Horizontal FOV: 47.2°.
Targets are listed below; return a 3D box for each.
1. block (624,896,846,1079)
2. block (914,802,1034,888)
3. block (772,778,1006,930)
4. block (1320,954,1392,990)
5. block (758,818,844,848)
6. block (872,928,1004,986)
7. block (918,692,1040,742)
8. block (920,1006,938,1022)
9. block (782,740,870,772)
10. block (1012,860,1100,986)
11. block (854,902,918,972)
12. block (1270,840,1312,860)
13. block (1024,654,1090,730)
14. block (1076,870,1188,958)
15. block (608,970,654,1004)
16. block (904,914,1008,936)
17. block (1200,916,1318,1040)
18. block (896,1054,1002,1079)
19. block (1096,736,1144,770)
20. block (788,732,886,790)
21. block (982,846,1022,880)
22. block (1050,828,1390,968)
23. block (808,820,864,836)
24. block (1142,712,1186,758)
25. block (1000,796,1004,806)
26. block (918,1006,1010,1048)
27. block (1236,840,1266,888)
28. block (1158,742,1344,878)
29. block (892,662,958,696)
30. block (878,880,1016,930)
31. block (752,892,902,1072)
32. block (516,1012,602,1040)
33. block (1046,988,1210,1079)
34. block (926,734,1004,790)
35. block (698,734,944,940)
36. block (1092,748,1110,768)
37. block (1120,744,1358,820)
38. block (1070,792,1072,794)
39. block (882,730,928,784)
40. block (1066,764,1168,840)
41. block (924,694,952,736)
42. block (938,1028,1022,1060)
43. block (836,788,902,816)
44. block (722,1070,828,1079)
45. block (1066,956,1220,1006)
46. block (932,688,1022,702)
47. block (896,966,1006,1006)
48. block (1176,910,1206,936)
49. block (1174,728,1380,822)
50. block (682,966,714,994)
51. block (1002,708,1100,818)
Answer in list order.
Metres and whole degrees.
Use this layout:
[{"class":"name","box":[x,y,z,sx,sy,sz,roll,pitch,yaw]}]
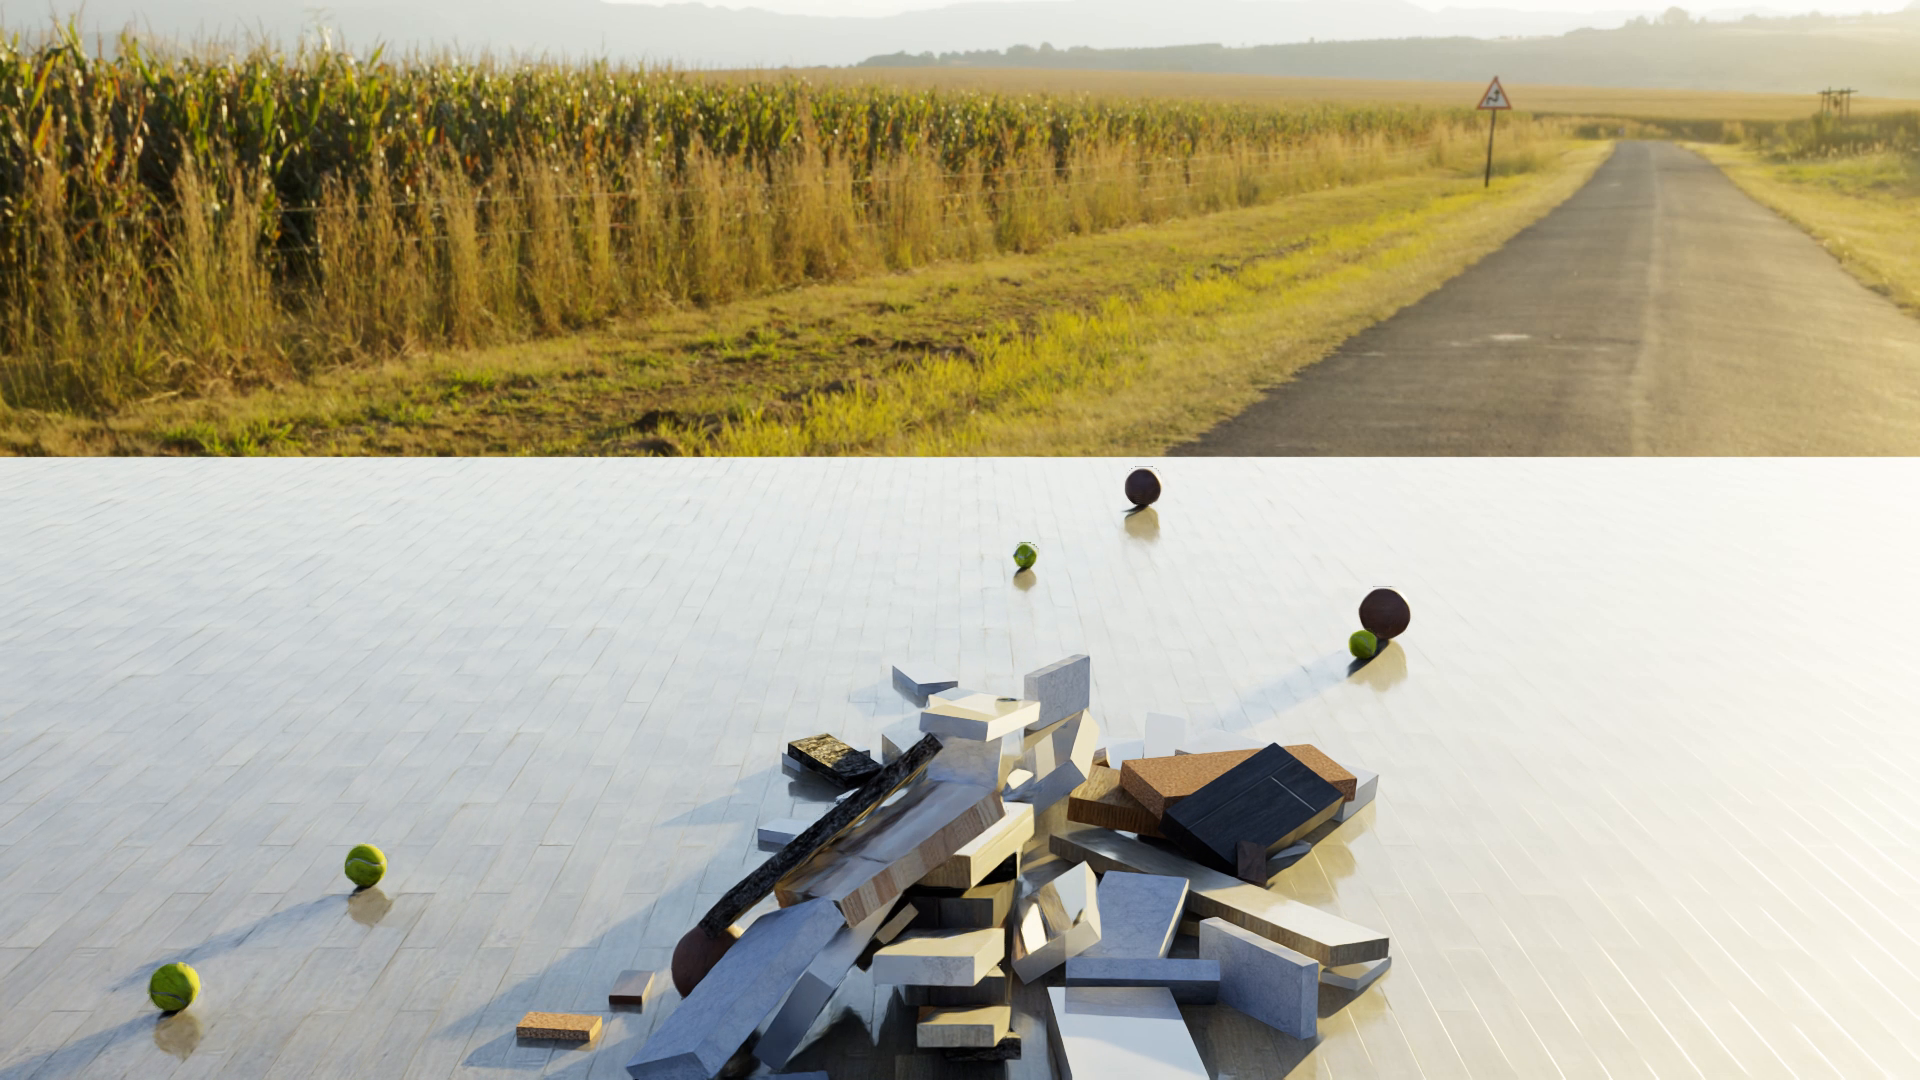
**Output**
[{"class":"block","box":[-0.299,0.609,2.958,0.158,0.045,0.316,-24,15,44]},{"class":"block","box":[-0.016,0.465,3.400,0.174,0.049,0.348,1,6,17]},{"class":"block","box":[-0.100,0.448,3.169,0.316,0.045,0.158,-31,20,-36]},{"class":"block","box":[0.598,0.647,3.318,0.060,0.017,0.120,7,13,35]},{"class":"block","box":[-0.282,0.528,3.948,0.146,0.021,0.073,5,12,26]},{"class":"block","box":[-0.026,0.580,3.070,0.138,0.039,0.275,-1,-3,9]},{"class":"block","box":[0.045,0.352,4.395,0.134,0.038,0.469,8,2,14]},{"class":"block","box":[-0.004,0.657,3.095,0.099,0.028,0.198,0,-4,1]},{"class":"block","box":[-0.270,0.436,4.437,0.160,0.023,0.080,-6,12,-31]},{"class":"block","box":[0.149,0.588,3.395,0.134,0.038,0.267,-32,7,8]},{"class":"block","box":[-0.104,0.565,3.115,0.070,0.020,0.140,-41,-10,-29]},{"class":"block","box":[0.566,0.544,3.880,0.097,0.014,0.049,-6,12,-30]},{"class":"block","box":[0.211,0.328,4.764,0.033,0.116,0.232,6,12,31]},{"class":"block","box":[0.263,0.597,3.403,0.134,0.038,0.267,3,21,16]},{"class":"block","box":[-0.485,0.661,3.250,0.049,0.014,0.097,0,11,3]},{"class":"block","box":[-0.014,0.598,3.347,0.138,0.039,0.275,0,-2,9]},{"class":"block","box":[0.427,0.628,3.164,0.031,0.109,0.218,-7,13,-34]},{"class":"block","box":[-0.012,0.739,2.757,0.139,0.039,0.366,0,11,-2]},{"class":"block","box":[0.305,0.441,4.383,0.116,0.033,0.232,2,11,9]},{"class":"block","box":[-0.245,0.436,4.341,0.097,0.027,0.194,-10,23,-39]},{"class":"block","box":[0.012,0.515,3.632,0.174,0.049,0.348,0,-2,3]},{"class":"block","box":[0.399,0.570,3.572,0.116,0.033,0.736,-2,7,-32]},{"class":"block","box":[-0.217,0.515,3.923,0.098,0.014,0.049,-6,12,-30]},{"class":"block","box":[0.395,0.440,4.277,0.080,0.023,0.557,10,15,4]},{"class":"block","box":[0.034,0.424,3.489,0.049,0.014,0.098,1,6,13]},{"class":"block","box":[0.007,0.639,2.893,0.099,0.028,0.198,-2,-6,7]},{"class":"block","box":[0.485,0.542,3.675,0.049,0.014,0.097,14,33,-3]},{"class":"block","box":[0.510,0.474,3.831,0.162,0.046,0.323,38,41,28]},{"class":"block","box":[-0.081,0.318,5.058,0.097,0.027,0.194,-4,11,-18]},{"class":"block","box":[-0.017,0.555,3.399,0.174,0.049,0.348,0,-2,7]},{"class":"block","box":[-0.183,0.605,3.090,0.045,0.158,0.316,34,21,5]},{"class":"block","box":[-0.566,0.687,3.106,0.107,0.015,0.054,2,11,8]},{"class":"block","box":[0.225,0.697,2.868,0.174,0.049,0.544,1,7,-3]},{"class":"block","box":[0.008,0.438,4.227,0.135,0.038,0.270,5,21,2]},{"class":"block","box":[-0.200,0.433,3.251,0.466,0.031,0.109,-35,-10,-43]},{"class":"block","box":[0.230,0.441,4.252,0.122,0.017,0.061,-22,16,9]},{"class":"block","box":[0.507,0.439,4.003,0.402,0.046,0.162,-2,19,-24]},{"class":"block","box":[0.258,0.484,4.194,0.061,0.017,0.122,-5,11,-23]},{"class":"block","box":[-0.052,0.434,4.406,0.135,0.038,0.270,-4,11,-19]},{"class":"block","box":[0.369,0.483,3.970,0.323,0.046,0.162,9,18,12]},{"class":"block","box":[-0.001,0.377,4.543,0.135,0.038,0.270,16,4,-4]},{"class":"block","box":[0.022,0.676,2.975,0.099,0.028,0.198,0,-6,-5]},{"class":"block","box":[-0.152,0.495,4.124,0.146,0.021,0.073,7,12,32]},{"class":"block","box":[-0.237,0.714,2.838,0.140,0.020,0.070,-2,11,-11]},{"class":"block","box":[0.261,0.635,3.166,0.218,0.031,0.109,1,-30,3]},{"class":"block","box":[0.038,0.360,4.831,0.194,0.027,0.097,7,13,35]},{"class":"block","box":[-0.018,0.627,3.145,0.138,0.039,0.275,1,-4,-5]},{"class":"block","box":[0.357,0.605,3.525,0.160,0.023,0.080,5,12,27]},{"class":"block","box":[0.602,0.446,4.200,0.348,0.049,0.174,14,16,29]},{"class":"block","box":[-0.340,0.653,3.276,0.136,0.019,0.068,-3,11,-18]},{"class":"block","box":[0.168,0.430,4.128,0.174,0.049,0.348,-37,4,12]}]
